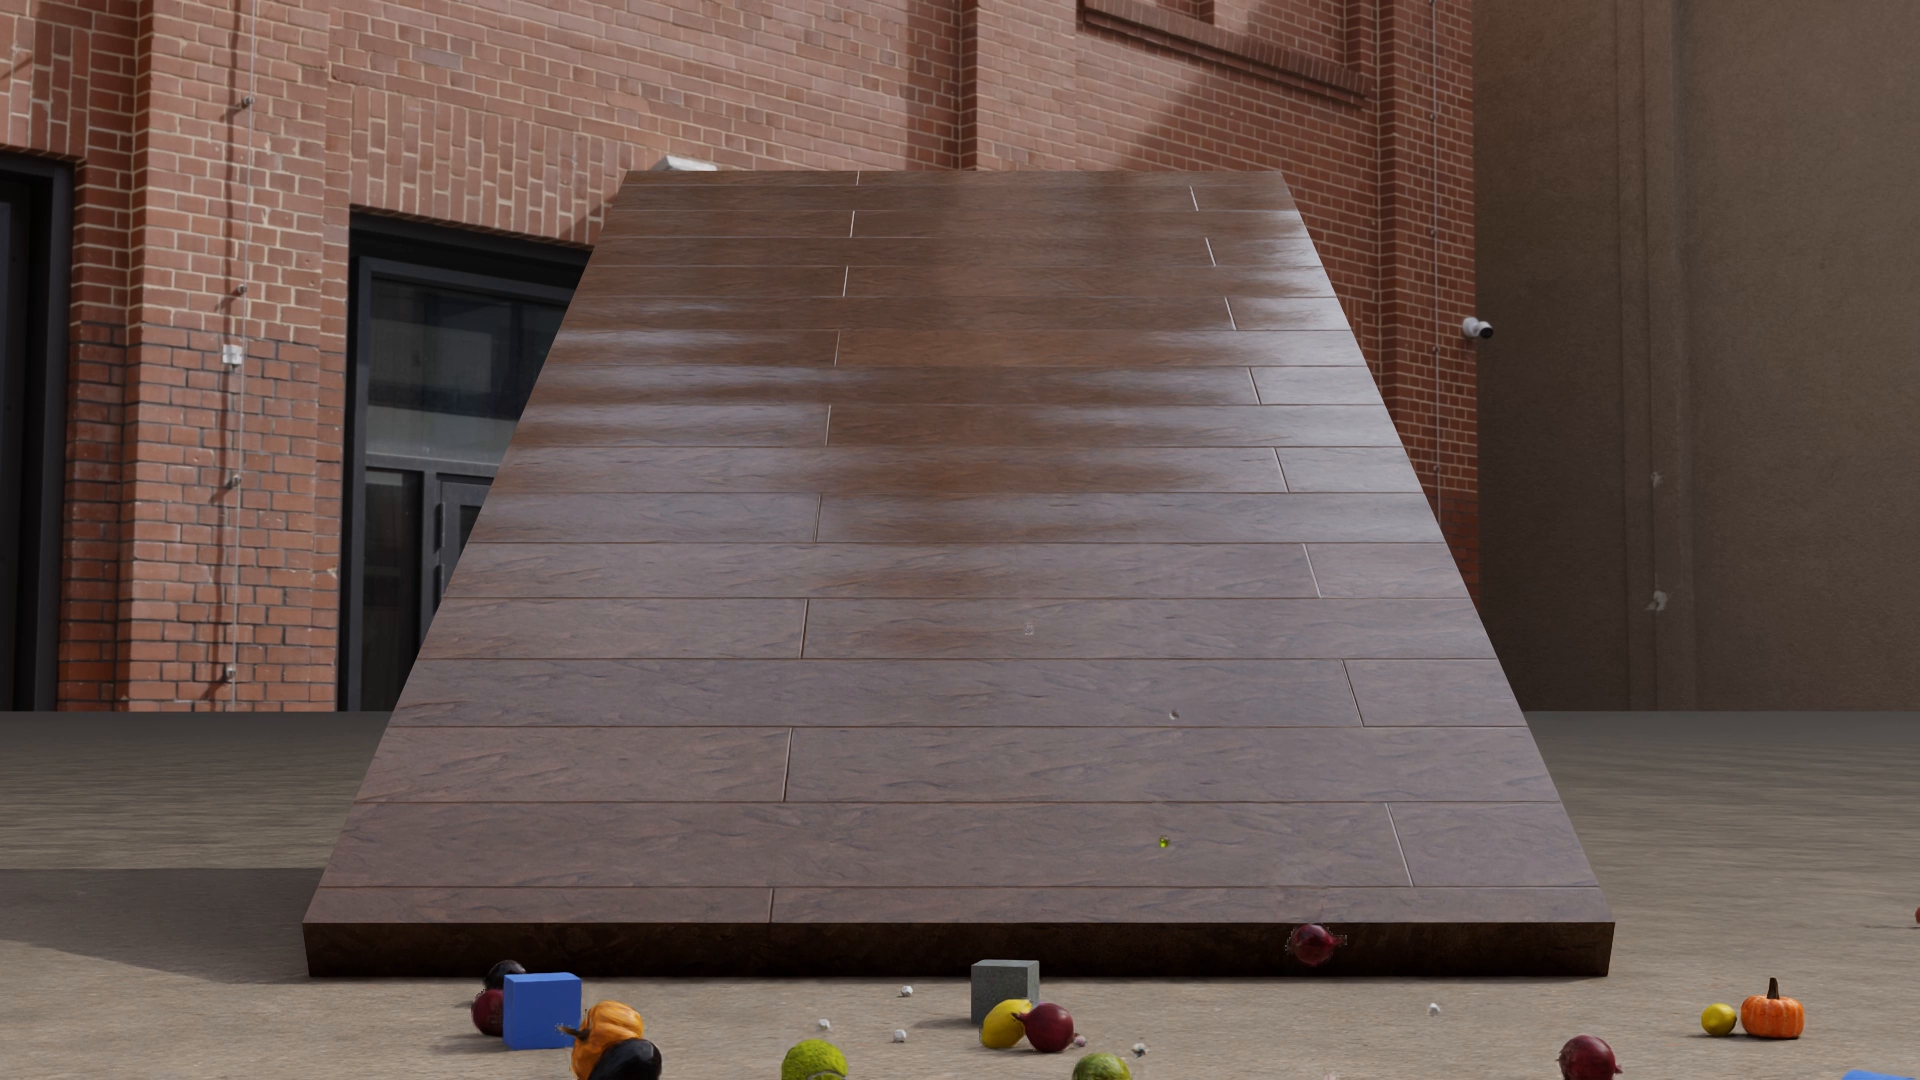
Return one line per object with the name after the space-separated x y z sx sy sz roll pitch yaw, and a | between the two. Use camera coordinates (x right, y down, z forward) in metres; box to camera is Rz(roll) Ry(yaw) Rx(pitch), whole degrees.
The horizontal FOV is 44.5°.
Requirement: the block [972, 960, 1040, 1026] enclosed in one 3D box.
0.060 0.599 3.112 0.076 0.076 0.076 -1 -4 13 | block

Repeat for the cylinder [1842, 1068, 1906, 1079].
0.894 0.548 2.276 0.060 0.060 0.060 3 0 -36 | cylinder

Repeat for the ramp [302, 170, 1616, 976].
-0.009 -0.229 5.401 2.000 0.100 4.000 0 25 0 | ramp

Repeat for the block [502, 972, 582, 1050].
-0.516 0.581 2.897 0.082 0.082 0.082 1 -4 -20 | block
